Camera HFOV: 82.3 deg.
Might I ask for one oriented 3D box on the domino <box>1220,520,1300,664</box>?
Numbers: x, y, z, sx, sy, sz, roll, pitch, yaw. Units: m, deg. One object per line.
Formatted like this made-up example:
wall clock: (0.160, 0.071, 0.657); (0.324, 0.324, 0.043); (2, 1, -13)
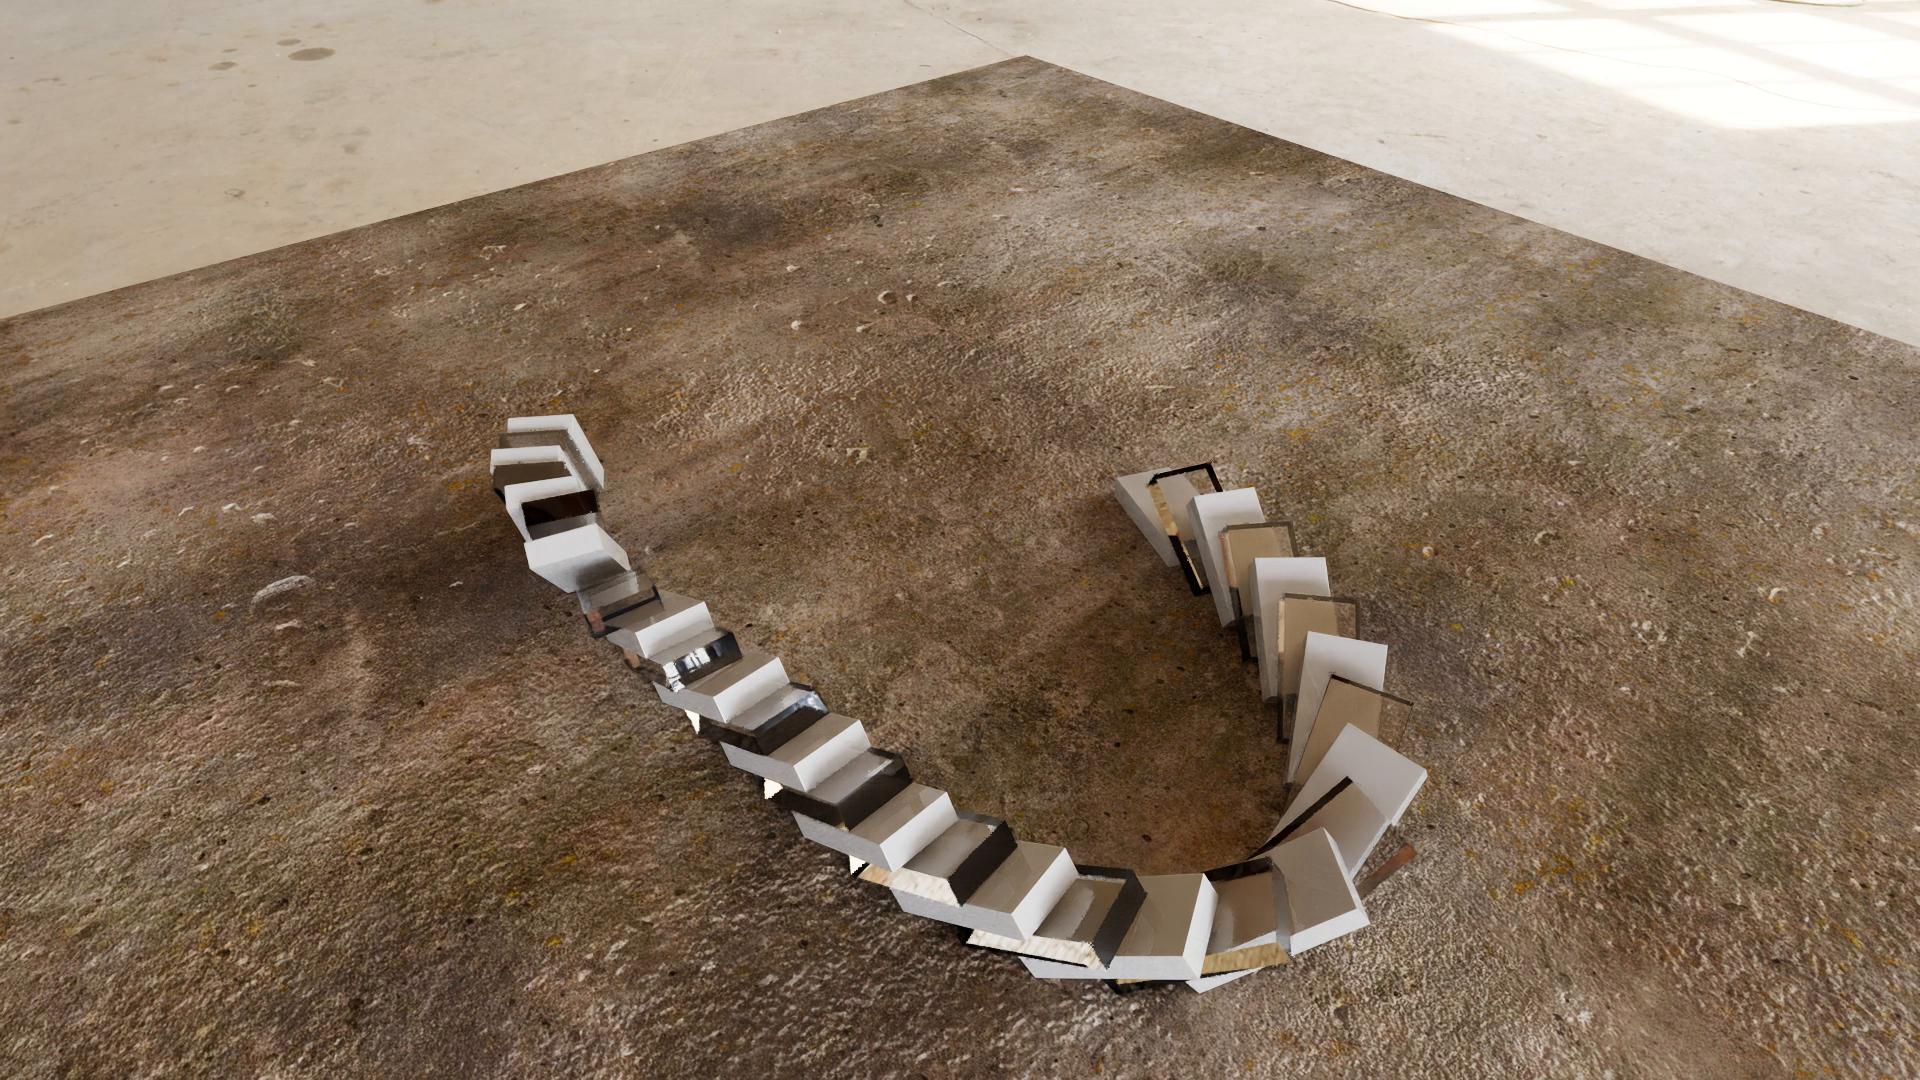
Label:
domino: (0.113, 0.019, 0.402); (0.025, 0.010, 0.050); (-4, 70, -5)

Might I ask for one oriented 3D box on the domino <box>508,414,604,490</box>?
domino: (-0.167, -0.035, 0.456); (0.025, 0.050, 0.009); (-4, 68, -5)

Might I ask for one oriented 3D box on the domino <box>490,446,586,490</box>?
domino: (-0.166, -0.021, 0.439); (0.025, 0.050, 0.010); (-4, 68, -5)

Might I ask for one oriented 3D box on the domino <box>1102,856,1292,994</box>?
domino: (0.062, 0.104, 0.296); (0.050, 0.010, 0.025); (-23, 32, 27)

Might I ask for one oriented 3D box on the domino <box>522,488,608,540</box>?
domino: (-0.147, -0.002, 0.415); (0.025, 0.050, 0.010); (-13, 69, -15)

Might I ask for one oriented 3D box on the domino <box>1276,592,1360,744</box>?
domino: (0.121, 0.044, 0.371); (0.025, 0.010, 0.050); (5, 70, 6)

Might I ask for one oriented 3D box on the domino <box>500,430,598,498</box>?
domino: (-0.166, -0.028, 0.447); (0.025, 0.050, 0.009); (-4, 68, -5)

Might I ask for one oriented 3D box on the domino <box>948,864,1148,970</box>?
domino: (0.023, 0.101, 0.300); (0.050, 0.010, 0.025); (-11, 27, 43)

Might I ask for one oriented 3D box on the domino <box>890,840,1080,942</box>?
domino: (0.006, 0.095, 0.307); (0.050, 0.009, 0.025); (-8, 25, 47)

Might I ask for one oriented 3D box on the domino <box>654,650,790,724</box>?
domino: (-0.081, 0.047, 0.368); (0.025, 0.009, 0.050); (-32, 19, -33)

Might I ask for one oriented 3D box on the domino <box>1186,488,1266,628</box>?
domino: (0.106, 0.006, 0.417); (0.025, 0.010, 0.050); (-9, 71, -11)

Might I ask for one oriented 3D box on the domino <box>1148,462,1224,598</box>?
domino: (0.095, -0.005, 0.432); (0.025, 0.010, 0.050); (-13, 68, -15)

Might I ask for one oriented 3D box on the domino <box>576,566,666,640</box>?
domino: (-0.123, 0.022, 0.396); (0.025, 0.009, 0.050); (-23, 15, -18)

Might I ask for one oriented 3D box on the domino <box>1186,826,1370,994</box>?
domino: (0.082, 0.101, 0.299); (0.050, 0.009, 0.025); (-31, 36, 18)

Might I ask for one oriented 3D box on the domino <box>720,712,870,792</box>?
domino: (-0.053, 0.064, 0.346); (0.025, 0.009, 0.050); (-32, 19, -33)

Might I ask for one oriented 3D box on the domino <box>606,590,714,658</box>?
domino: (-0.108, 0.029, 0.389); (0.025, 0.009, 0.050); (-26, 16, -28)

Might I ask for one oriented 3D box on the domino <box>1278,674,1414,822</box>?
domino: (0.118, 0.070, 0.338); (0.025, 0.010, 0.050); (19, 76, 22)

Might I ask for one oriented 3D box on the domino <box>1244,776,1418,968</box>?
domino: (0.099, 0.093, 0.308); (0.050, 0.010, 0.025); (-42, 45, 7)

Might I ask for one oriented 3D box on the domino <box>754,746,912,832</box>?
domino: (-0.039, 0.073, 0.336); (0.025, 0.009, 0.050); (-32, 18, -33)

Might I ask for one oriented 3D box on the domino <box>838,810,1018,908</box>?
domino: (-0.010, 0.089, 0.316); (0.050, 0.010, 0.025); (-5, 25, 49)

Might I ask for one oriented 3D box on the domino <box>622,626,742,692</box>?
domino: (-0.096, 0.038, 0.378); (0.025, 0.010, 0.050); (-26, 16, -28)

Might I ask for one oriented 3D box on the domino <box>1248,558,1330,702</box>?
domino: (0.117, 0.031, 0.387); (0.025, 0.010, 0.050); (0, 69, 0)

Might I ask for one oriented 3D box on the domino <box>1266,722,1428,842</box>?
domino: (0.111, 0.082, 0.322); (0.025, 0.010, 0.050); (33, 84, 33)

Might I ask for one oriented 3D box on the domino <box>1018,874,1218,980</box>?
domino: (0.042, 0.104, 0.296); (0.050, 0.009, 0.025); (-16, 28, 36)

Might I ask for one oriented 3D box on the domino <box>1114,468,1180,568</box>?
domino: (0.087, -0.010, 0.456); (0.025, 0.010, 0.050); (-13, 41, -15)

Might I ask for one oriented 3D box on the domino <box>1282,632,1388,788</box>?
domino: (0.121, 0.057, 0.354); (0.025, 0.010, 0.050); (10, 72, 12)

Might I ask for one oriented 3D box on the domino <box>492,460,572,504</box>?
domino: (-0.161, -0.015, 0.431); (0.025, 0.050, 0.010); (-4, 68, -5)

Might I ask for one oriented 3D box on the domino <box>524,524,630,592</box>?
domino: (-0.139, 0.007, 0.404); (0.025, 0.050, 0.009); (-16, 80, -8)

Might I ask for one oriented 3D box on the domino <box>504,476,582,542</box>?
domino: (-0.155, -0.008, 0.422); (0.025, 0.050, 0.009); (-10, 69, -11)

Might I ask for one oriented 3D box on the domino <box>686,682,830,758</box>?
domino: (-0.067, 0.056, 0.357); (0.025, 0.009, 0.050); (-32, 19, -33)

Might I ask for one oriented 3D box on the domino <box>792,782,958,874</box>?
domino: (-0.026, 0.081, 0.325); (0.025, 0.009, 0.050); (-32, 18, -33)
